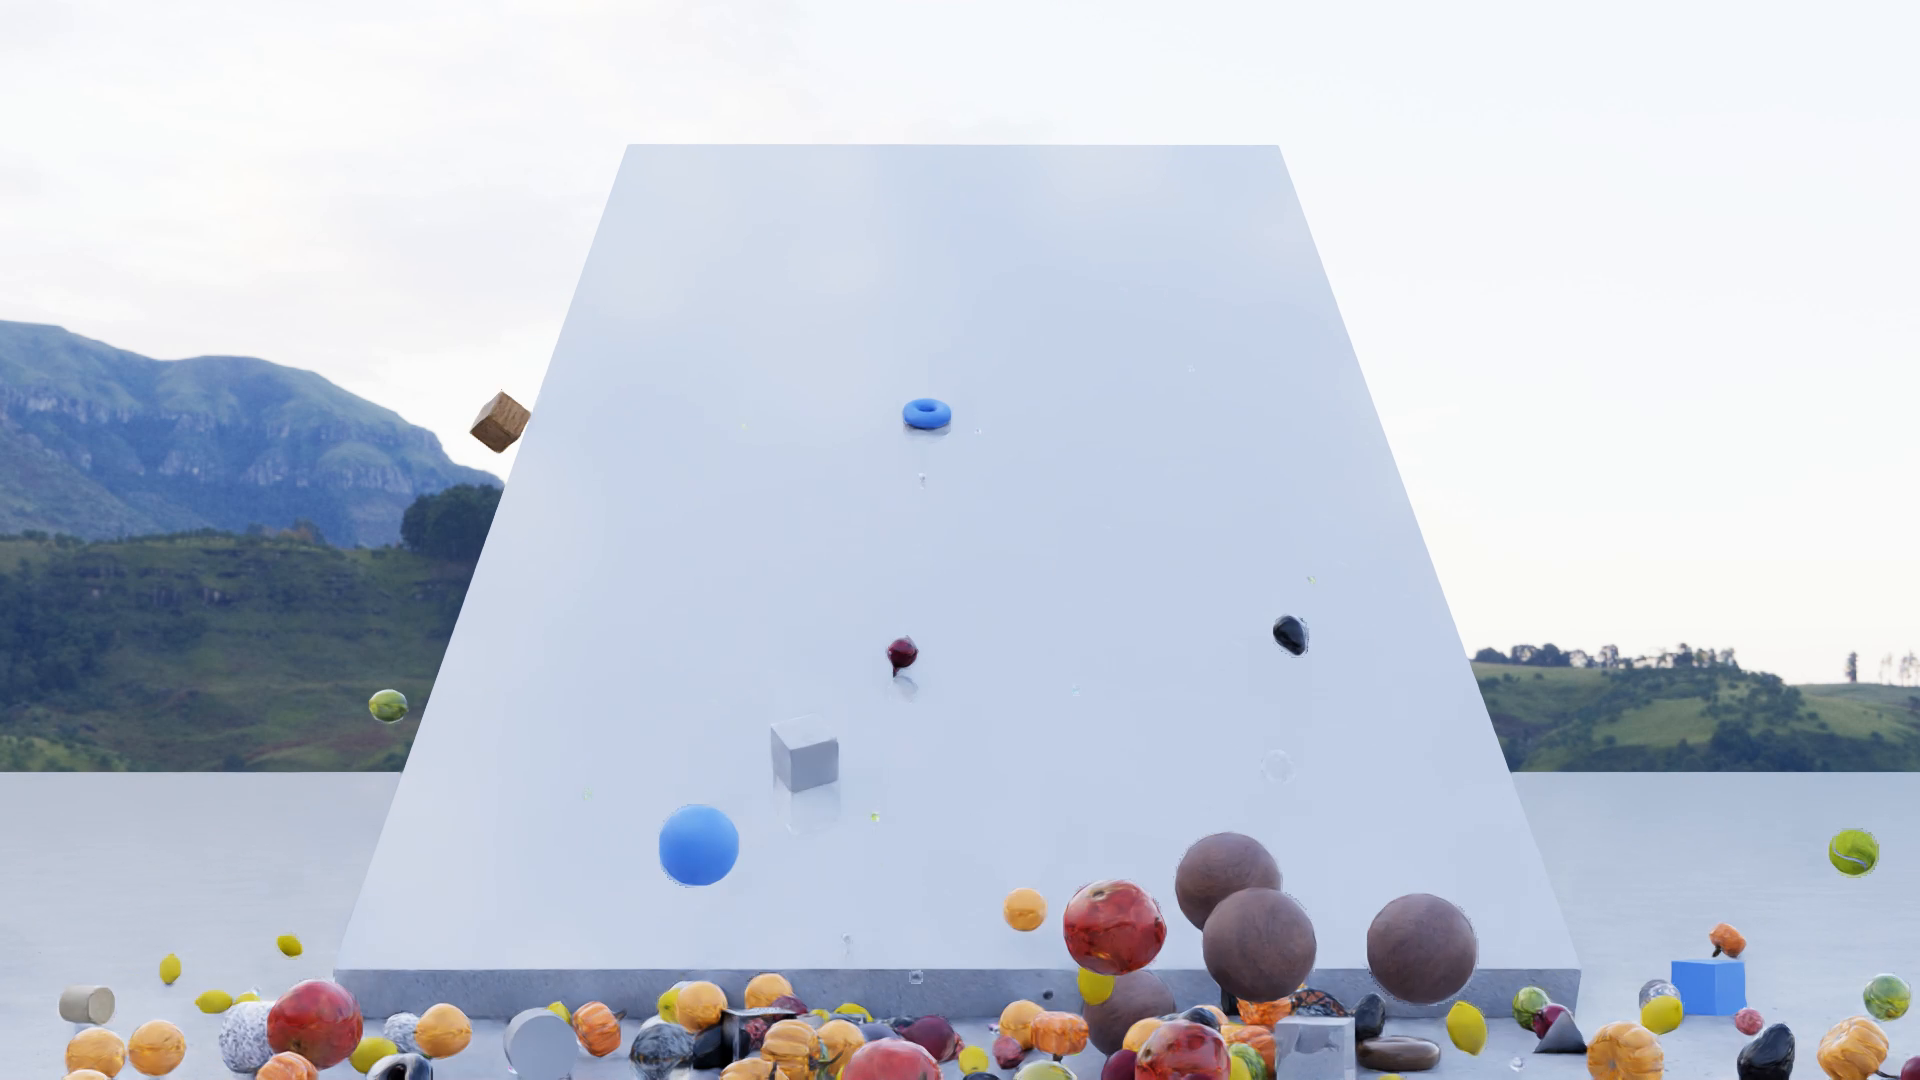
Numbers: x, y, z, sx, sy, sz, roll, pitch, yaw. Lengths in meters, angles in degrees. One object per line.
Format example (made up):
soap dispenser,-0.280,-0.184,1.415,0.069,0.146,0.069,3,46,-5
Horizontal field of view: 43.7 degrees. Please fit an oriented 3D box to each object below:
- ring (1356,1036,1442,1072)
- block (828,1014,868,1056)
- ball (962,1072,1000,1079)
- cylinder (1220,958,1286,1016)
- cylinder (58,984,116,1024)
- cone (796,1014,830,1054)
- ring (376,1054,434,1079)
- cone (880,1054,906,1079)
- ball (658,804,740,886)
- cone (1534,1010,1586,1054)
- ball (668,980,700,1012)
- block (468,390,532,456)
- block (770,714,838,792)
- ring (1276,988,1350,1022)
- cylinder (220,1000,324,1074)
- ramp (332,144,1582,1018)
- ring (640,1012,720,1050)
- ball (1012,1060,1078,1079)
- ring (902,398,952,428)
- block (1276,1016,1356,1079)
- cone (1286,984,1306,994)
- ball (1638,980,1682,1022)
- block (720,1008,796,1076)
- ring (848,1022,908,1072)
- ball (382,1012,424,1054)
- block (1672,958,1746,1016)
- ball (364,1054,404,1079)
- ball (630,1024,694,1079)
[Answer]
ring,0.593,0.695,3.236,0.116,0.039,0.116,-1,-6,0
block,-0.158,0.702,3.392,0.054,0.054,0.054,0,-5,-3
ball,0.023,0.625,2.657,0.068,0.068,0.068,0,-5,0
cylinder,0.411,0.627,3.354,0.080,0.080,0.080,1,-5,-3
cylinder,-1.365,0.726,3.740,0.059,0.059,0.059,0,-5,22
cone,-0.216,0.716,3.404,0.061,0.061,0.061,0,21,-3
ring,-0.621,0.609,2.636,0.033,0.098,0.098,47,-30,-25
cone,-0.082,0.659,2.944,0.055,0.055,0.055,0,-5,0
ball,-0.314,0.367,2.872,0.097,0.097,0.097,0,-5,0
cone,0.842,0.713,3.394,0.067,0.067,0.067,-26,-4,-4
ball,-0.429,0.713,3.728,0.051,0.051,0.051,0,-5,0
block,-1.077,-0.274,5.605,0.090,0.090,0.090,39,-48,-21
block,-0.279,0.382,4.293,0.092,0.092,0.092,-13,31,-22
ring,0.481,0.661,3.239,0.116,0.116,0.039,-4,15,39
cylinder,-0.905,0.655,3.147,0.094,0.094,0.094,-6,-7,23
ramp,-0.012,-0.221,5.611,2.000,0.100,4.000,0,28,0
ring,-0.400,0.716,3.484,0.131,0.044,0.131,-1,-4,0
ball,0.094,0.615,2.630,0.084,0.084,0.084,0,-5,0
ring,-0.078,-0.296,5.606,0.116,0.039,0.116,1,28,-1
block,0.449,0.650,3.018,0.086,0.086,0.086,-2,-6,18
cone,0.463,0.664,3.491,0.063,0.063,0.063,24,11,38
ball,1.117,0.736,3.820,0.067,0.067,0.067,0,-5,0
block,-0.270,0.671,3.198,0.079,0.079,0.079,2,-6,-23
ring,-0.110,0.683,3.221,0.086,0.029,0.086,19,23,-8
ball,-0.791,0.701,3.401,0.057,0.057,0.057,0,-5,0
block,1.241,0.741,3.964,0.084,0.084,0.084,4,-7,-38
ball,-0.650,0.631,2.759,0.075,0.075,0.075,0,-5,0
ball,-0.326,0.565,2.617,0.070,0.070,0.070,0,-5,0
